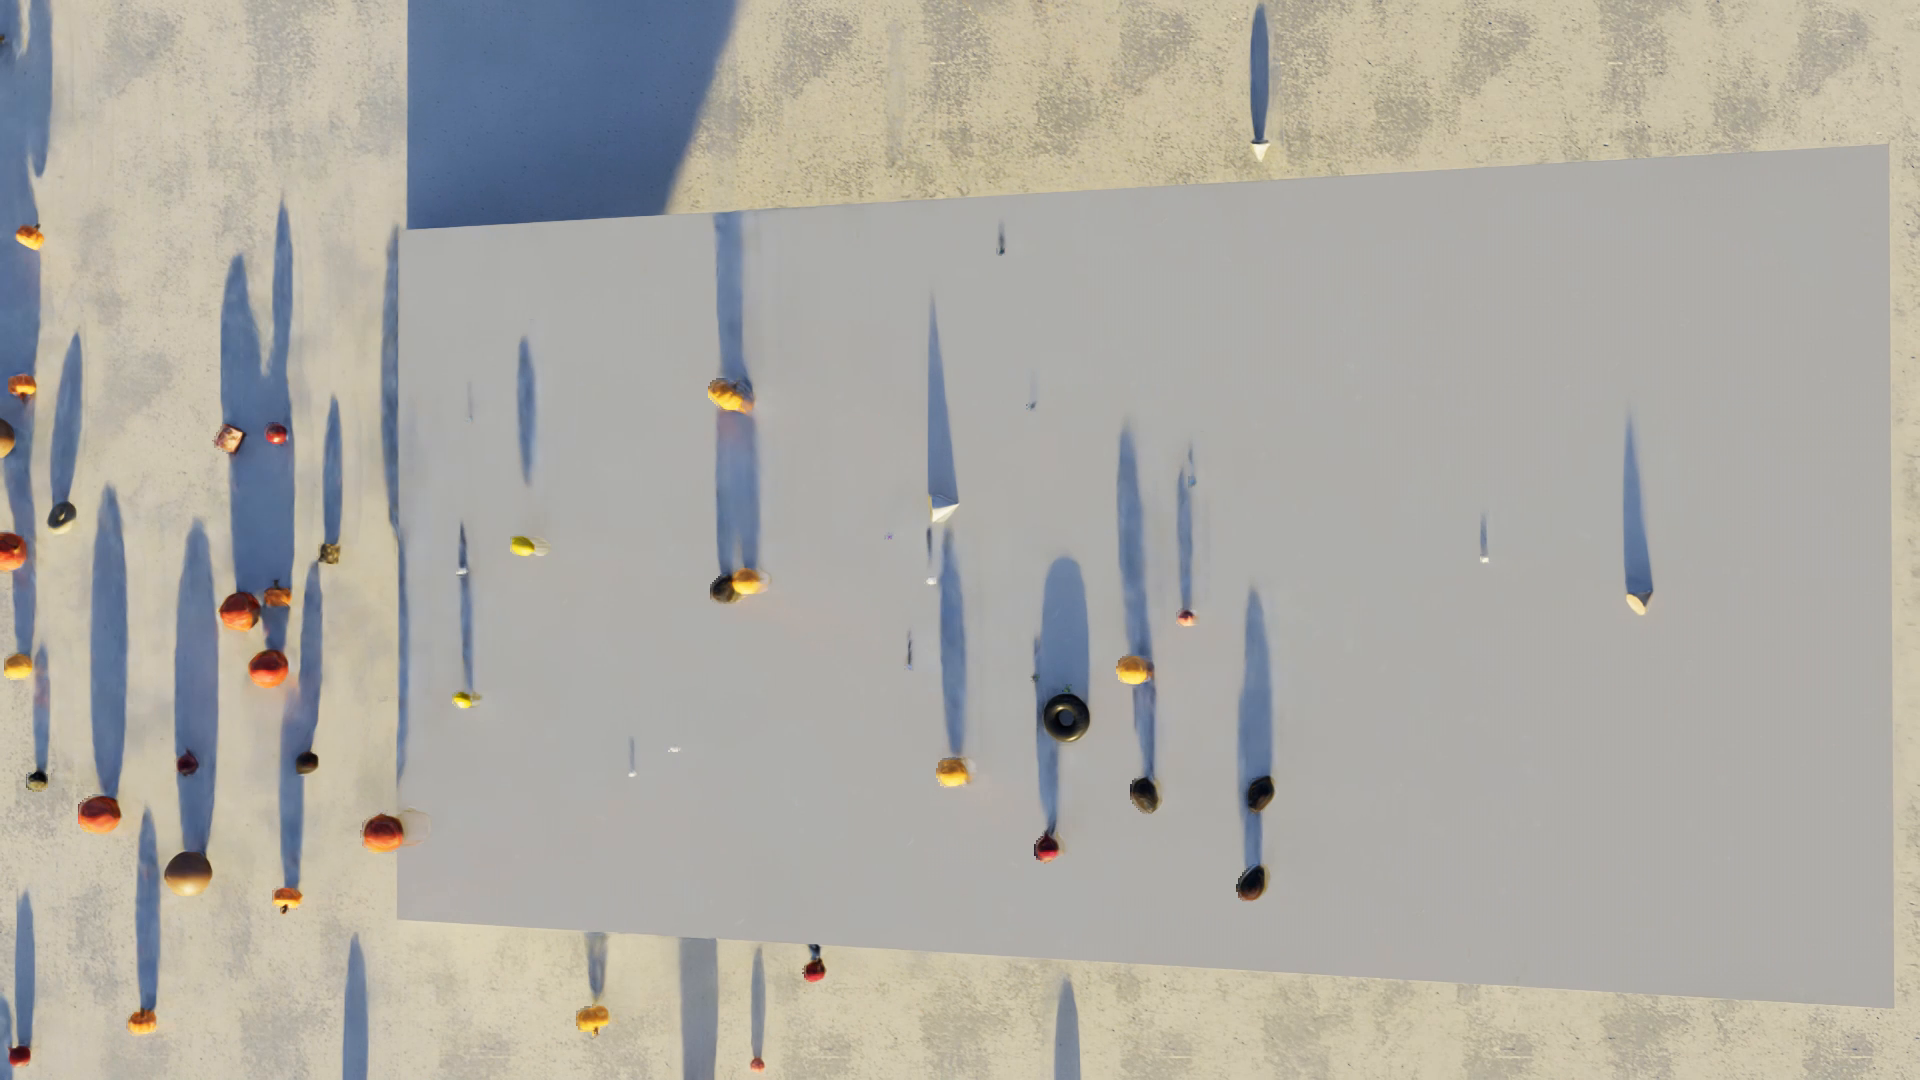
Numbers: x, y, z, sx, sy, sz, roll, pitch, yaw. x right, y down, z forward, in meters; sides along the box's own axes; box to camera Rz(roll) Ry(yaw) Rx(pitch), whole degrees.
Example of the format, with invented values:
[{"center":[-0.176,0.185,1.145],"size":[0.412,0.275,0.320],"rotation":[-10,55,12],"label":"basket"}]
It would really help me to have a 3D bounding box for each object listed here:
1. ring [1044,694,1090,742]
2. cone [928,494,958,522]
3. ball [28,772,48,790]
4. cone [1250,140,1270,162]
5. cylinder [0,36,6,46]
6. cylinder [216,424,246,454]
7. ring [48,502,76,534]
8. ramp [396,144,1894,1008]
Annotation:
[{"center":[0.276,0.461,5.699],"size":[0.127,0.042,0.127],"rotation":[1,93,21],"label":"ring"},{"center":[-0.040,-0.090,5.819],"size":[0.078,0.078,0.078],"rotation":[-8,89,-8],"label":"cone"},{"center":[-2.700,0.705,6.439],"size":[0.052,0.052,0.052],"rotation":[0,89,0],"label":"ball"},{"center":[0.887,-1.143,6.476],"size":[0.060,0.060,0.060],"rotation":[-6,116,0],"label":"cone"},{"center":[-2.860,-1.460,6.455],"size":[0.077,0.077,0.077],"rotation":[31,79,0],"label":"cylinder"},{"center":[-2.137,-0.298,6.444],"size":[0.066,0.066,0.066],"rotation":[28,90,0],"label":"cylinder"},{"center":[-2.630,-0.065,6.441],"size":[0.101,0.034,0.101],"rotation":[-11,64,24],"label":"ring"},{"center":[0.278,0.091,5.779],"size":[4.000,0.100,2.000],"rotation":[0,89,19],"label":"ramp"}]
